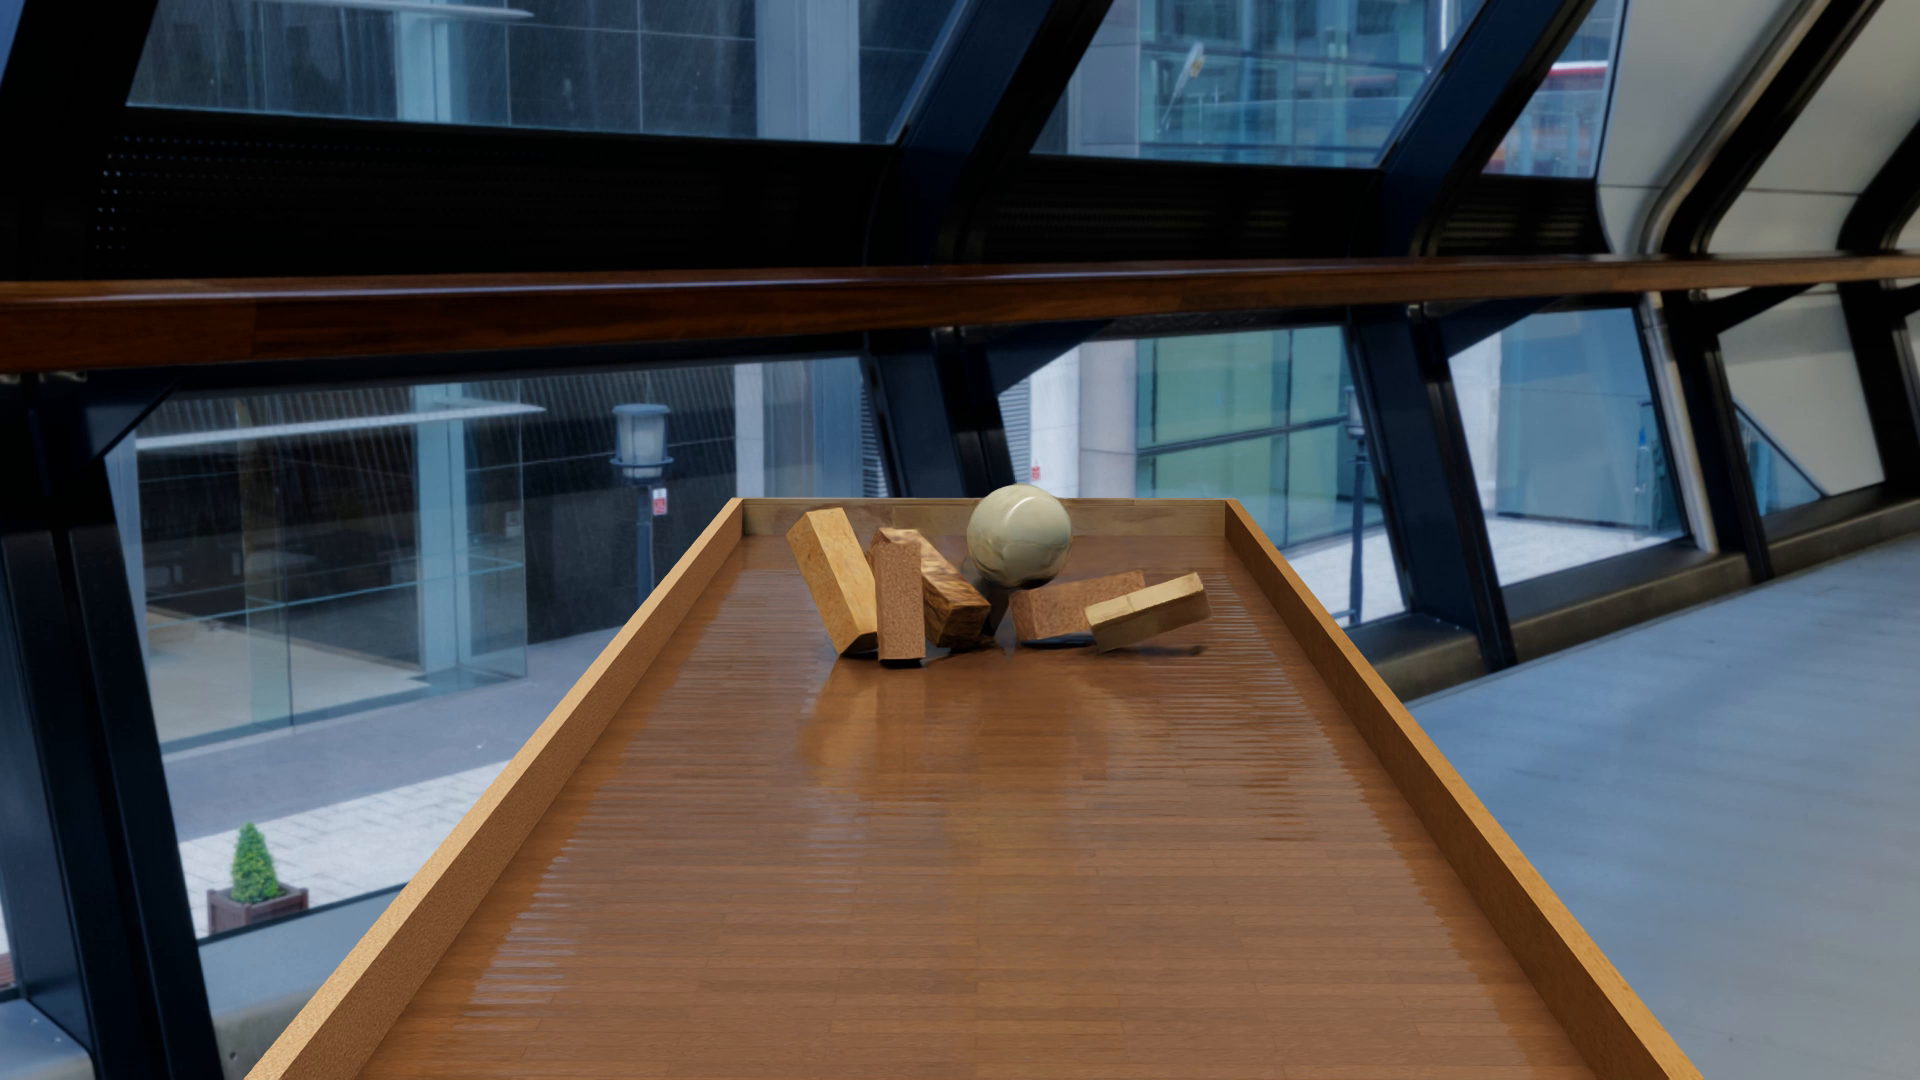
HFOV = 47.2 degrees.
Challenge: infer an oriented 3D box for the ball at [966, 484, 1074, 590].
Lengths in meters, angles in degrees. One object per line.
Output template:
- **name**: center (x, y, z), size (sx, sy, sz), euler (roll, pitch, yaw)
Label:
- **ball**: center (0.190, -0.009, 6.967), size (0.338, 0.338, 0.338), euler (0, 9, 0)

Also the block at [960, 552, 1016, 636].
- **block**: center (0.108, 0.099, 7.202), size (0.141, 0.141, 0.442), euler (4, 45, 25)

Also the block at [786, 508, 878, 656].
- **block**: center (-0.370, 0.127, 6.826), size (0.141, 0.437, 0.141), euler (-8, -26, -40)

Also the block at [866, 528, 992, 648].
- **block**: center (-0.110, 0.149, 6.953), size (0.157, 0.157, 0.448), euler (2, 31, -41)

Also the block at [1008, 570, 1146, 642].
- **block**: center (0.379, 0.210, 6.970), size (0.403, 0.155, 0.155), euler (-9, -2, -23)

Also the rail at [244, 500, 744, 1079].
- **rail**: center (-1.004, 0.839, 3.234), size (0.050, 0.150, 12.000), euler (0, 9, 1)

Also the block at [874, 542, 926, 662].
- **block**: center (-0.183, 0.188, 6.647), size (0.124, 0.349, 0.124), euler (-2, -6, -11)

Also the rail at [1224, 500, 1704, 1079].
- **rail**: center (1.046, 0.843, 3.208), size (0.050, 0.150, 12.000), euler (0, 9, 1)

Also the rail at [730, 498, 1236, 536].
- **rail**: center (0.099, -0.098, 9.147), size (2.100, 0.150, 0.050), euler (0, 9, 1)

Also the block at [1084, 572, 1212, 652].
- **block**: center (0.582, 0.225, 6.812), size (0.364, 0.107, 0.107), euler (-18, 30, 2)
